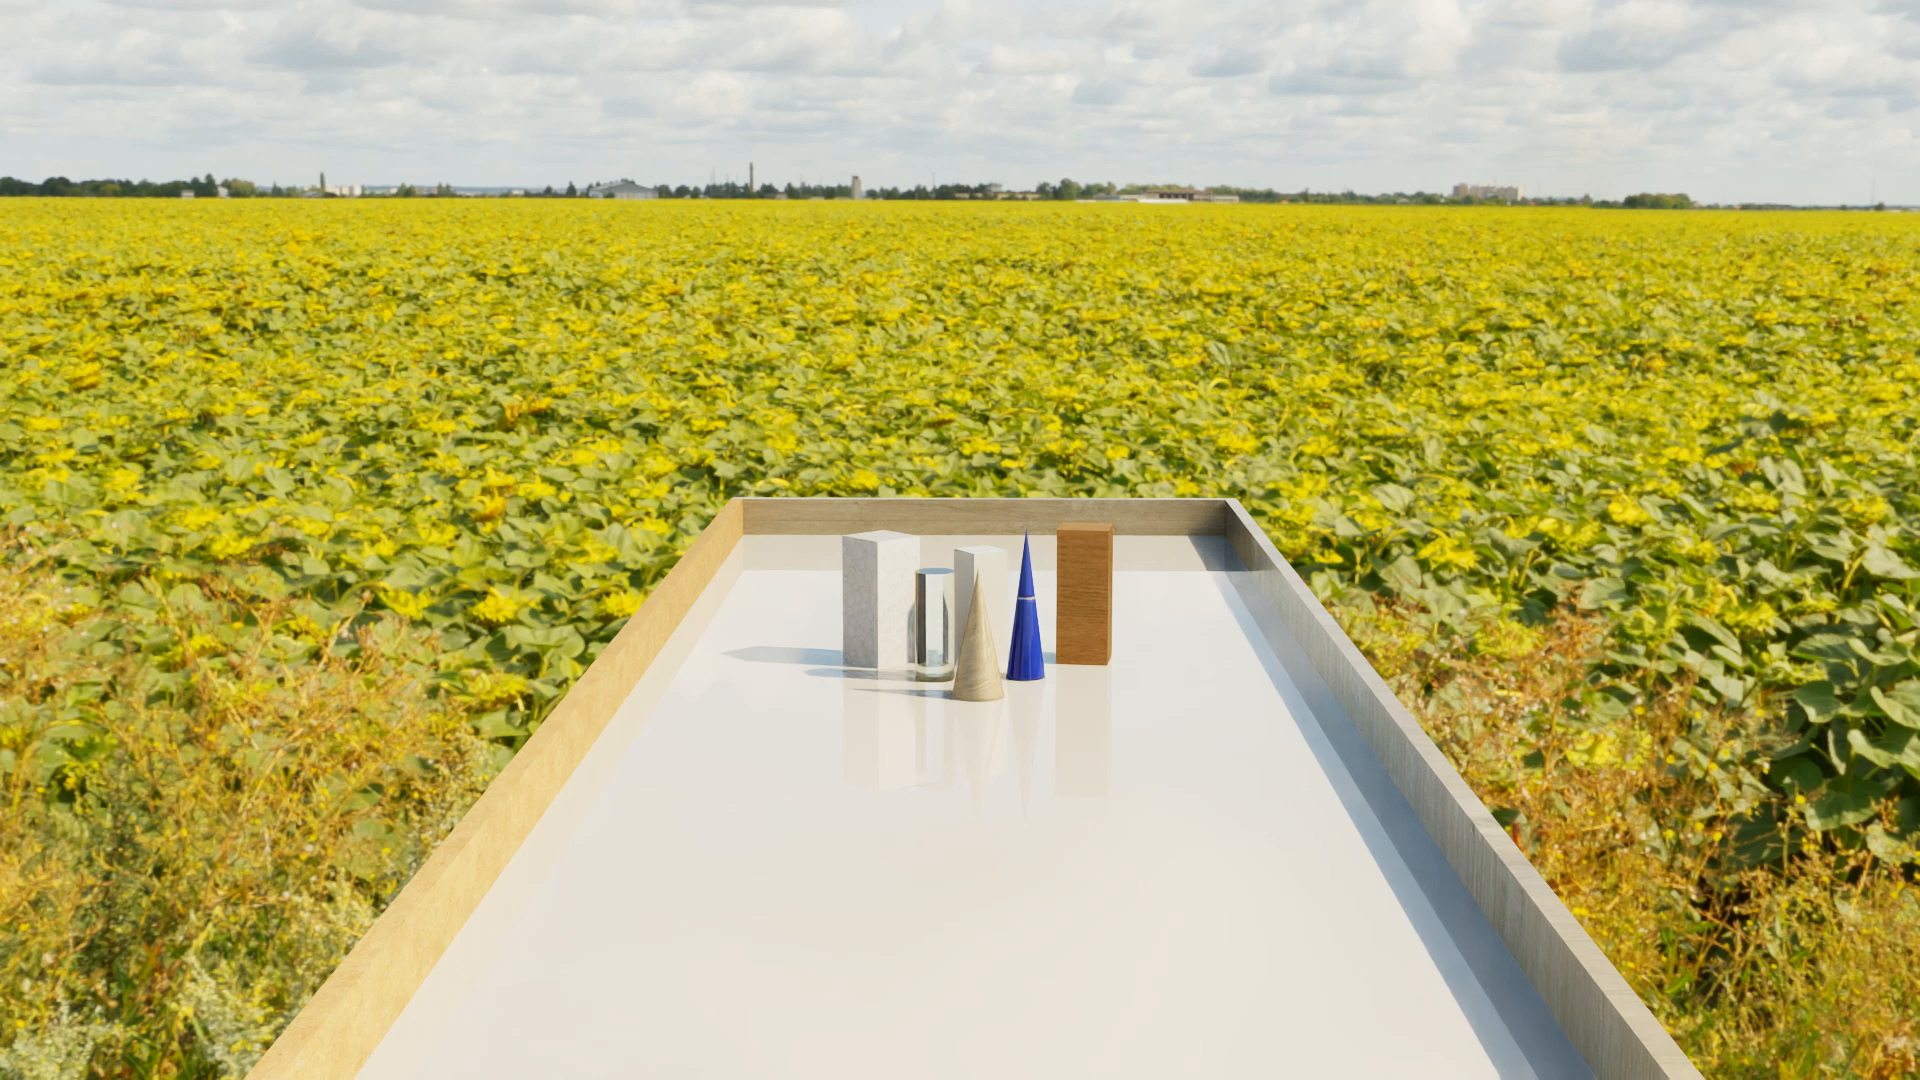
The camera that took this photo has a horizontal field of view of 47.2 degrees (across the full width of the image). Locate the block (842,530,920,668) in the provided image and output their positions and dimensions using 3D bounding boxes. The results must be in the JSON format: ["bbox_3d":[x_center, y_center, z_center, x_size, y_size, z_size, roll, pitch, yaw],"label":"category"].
[{"bbox_3d":[-0.239,0.177,6.668,0.166,0.384,0.166,-8,12,-41],"label":"block"}]

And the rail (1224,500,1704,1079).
[{"bbox_3d":[1.046,0.843,3.208,0.050,0.150,12.000,0,9,1],"label":"rail"}]

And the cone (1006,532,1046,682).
[{"bbox_3d":[0.193,0.183,6.427,0.116,0.446,0.116,0,9,0],"label":"cone"}]

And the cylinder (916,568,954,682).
[{"bbox_3d":[-0.073,0.248,6.423,0.116,0.319,0.116,0,9,0],"label":"cylinder"}]

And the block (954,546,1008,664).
[{"bbox_3d":[0.063,0.198,6.660,0.119,0.344,0.119,-5,10,-30],"label":"block"}]

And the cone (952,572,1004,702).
[{"bbox_3d":[0.051,0.259,6.194,0.150,0.370,0.150,0,9,0],"label":"cone"}]

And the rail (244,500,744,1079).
[{"bbox_3d":[-1.004,0.839,3.234,0.050,0.150,12.000,0,9,1],"label":"rail"}]

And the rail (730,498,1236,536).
[{"bbox_3d":[0.099,-0.098,9.147,2.100,0.150,0.050,0,9,1],"label":"rail"}]

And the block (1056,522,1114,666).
[{"bbox_3d":[0.379,0.162,6.676,0.155,0.410,0.155,1,9,9],"label":"block"}]
